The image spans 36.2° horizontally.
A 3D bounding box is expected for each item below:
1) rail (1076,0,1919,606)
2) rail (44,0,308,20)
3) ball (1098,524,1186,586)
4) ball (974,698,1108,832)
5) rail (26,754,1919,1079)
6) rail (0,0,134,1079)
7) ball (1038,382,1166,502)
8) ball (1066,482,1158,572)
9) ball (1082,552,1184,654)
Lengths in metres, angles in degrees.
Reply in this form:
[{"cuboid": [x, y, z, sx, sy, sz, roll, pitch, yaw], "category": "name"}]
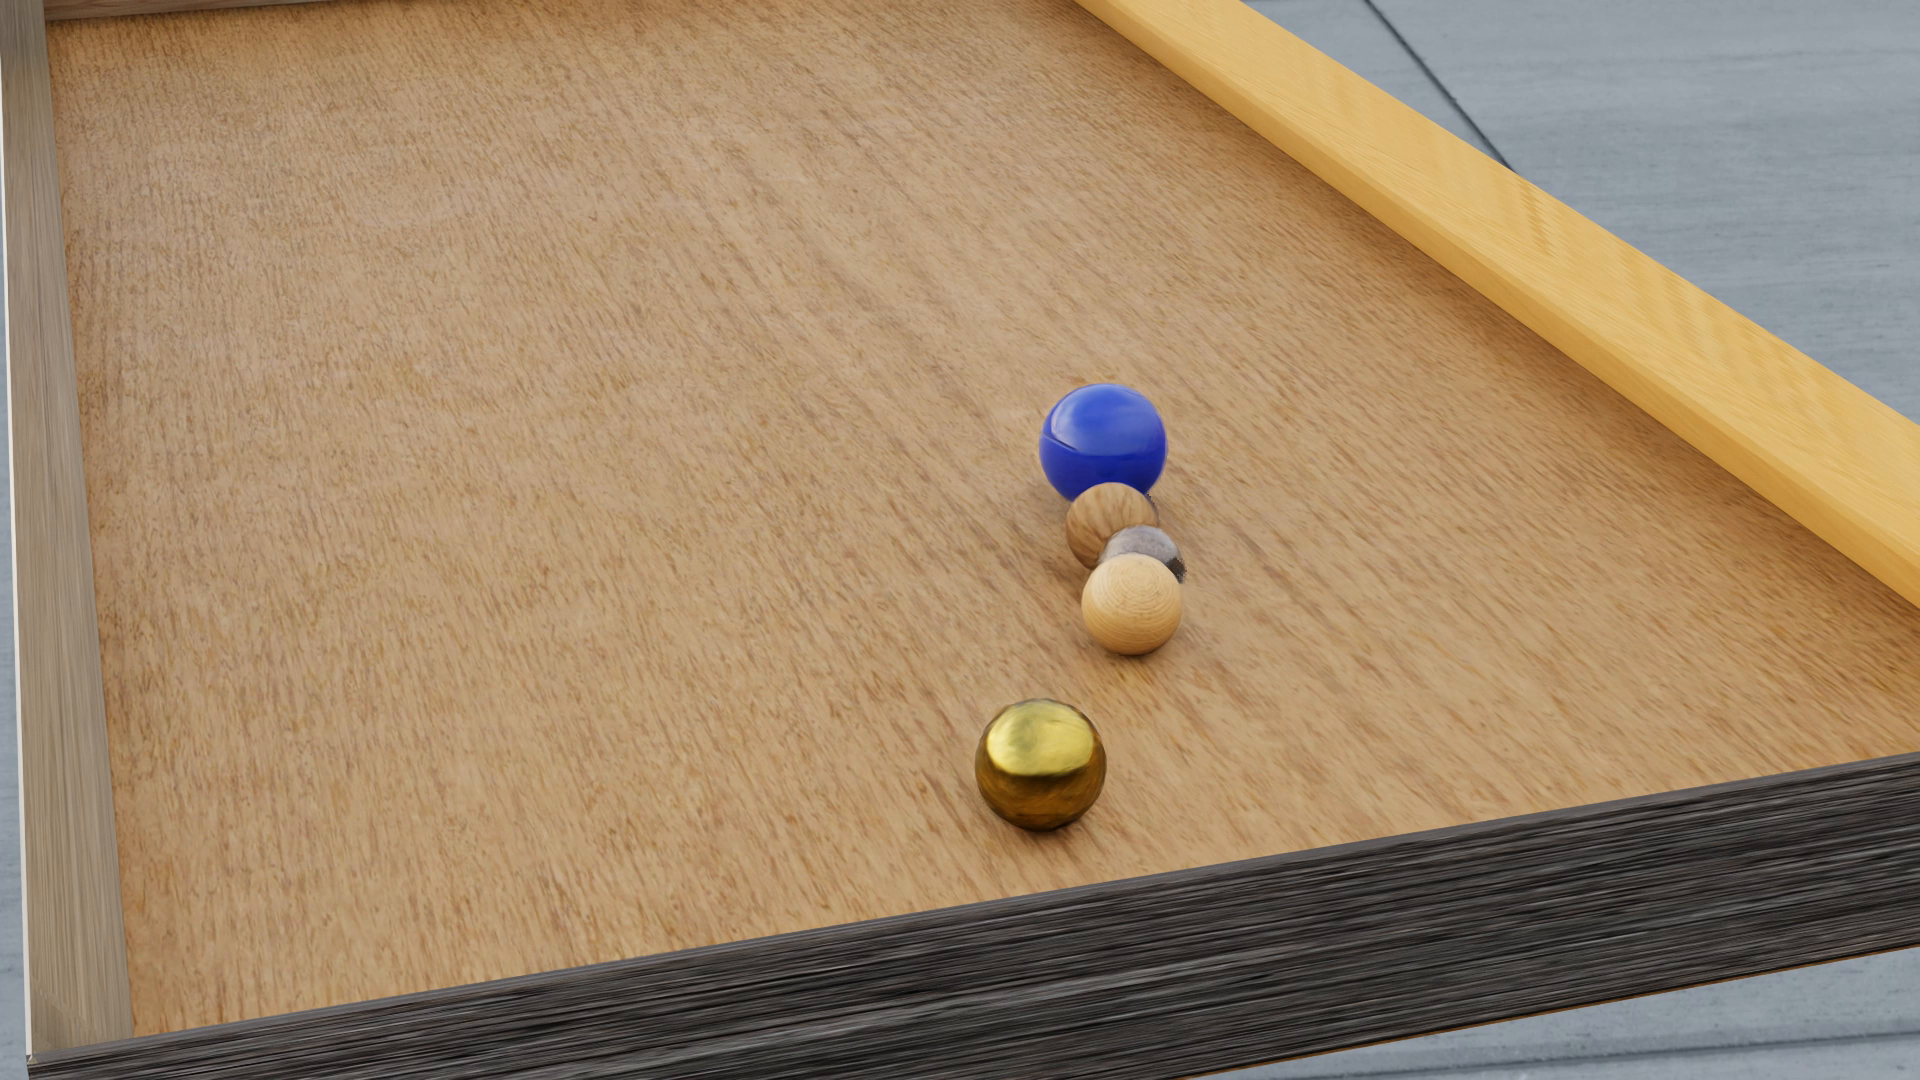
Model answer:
[{"cuboid": [0.408, -0.348, 2.808, 0.045, 0.126, 2.504, -7, 25, -15], "category": "rail"}, {"cuboid": [-0.542, -0.758, 3.714, 1.283, 0.126, 0.045, -7, 25, -15], "category": "rail"}, {"cuboid": [0.128, 0.020, 2.075, 0.062, 0.062, 0.062, 0, 24, 0], "category": "ball"}, {"cuboid": [0.049, 0.137, 1.794, 0.081, 0.081, 0.081, 0, 24, 0], "category": "ball"}, {"cuboid": [0.176, 0.211, 1.574, 1.283, 0.126, 0.045, -7, 25, -15], "category": "rail"}, {"cuboid": [-0.774, -0.199, 2.479, 0.045, 0.126, 2.504, -7, 25, -15], "category": "rail"}, {"cuboid": [0.108, -0.071, 2.233, 0.097, 0.097, 0.097, 0, 24, 0], "category": "ball"}, {"cuboid": [0.110, -0.008, 2.131, 0.068, 0.068, 0.068, 0, 24, 0], "category": "ball"}, {"cuboid": [0.118, 0.044, 2.014, 0.070, 0.070, 0.070, 0, 24, 0], "category": "ball"}]
